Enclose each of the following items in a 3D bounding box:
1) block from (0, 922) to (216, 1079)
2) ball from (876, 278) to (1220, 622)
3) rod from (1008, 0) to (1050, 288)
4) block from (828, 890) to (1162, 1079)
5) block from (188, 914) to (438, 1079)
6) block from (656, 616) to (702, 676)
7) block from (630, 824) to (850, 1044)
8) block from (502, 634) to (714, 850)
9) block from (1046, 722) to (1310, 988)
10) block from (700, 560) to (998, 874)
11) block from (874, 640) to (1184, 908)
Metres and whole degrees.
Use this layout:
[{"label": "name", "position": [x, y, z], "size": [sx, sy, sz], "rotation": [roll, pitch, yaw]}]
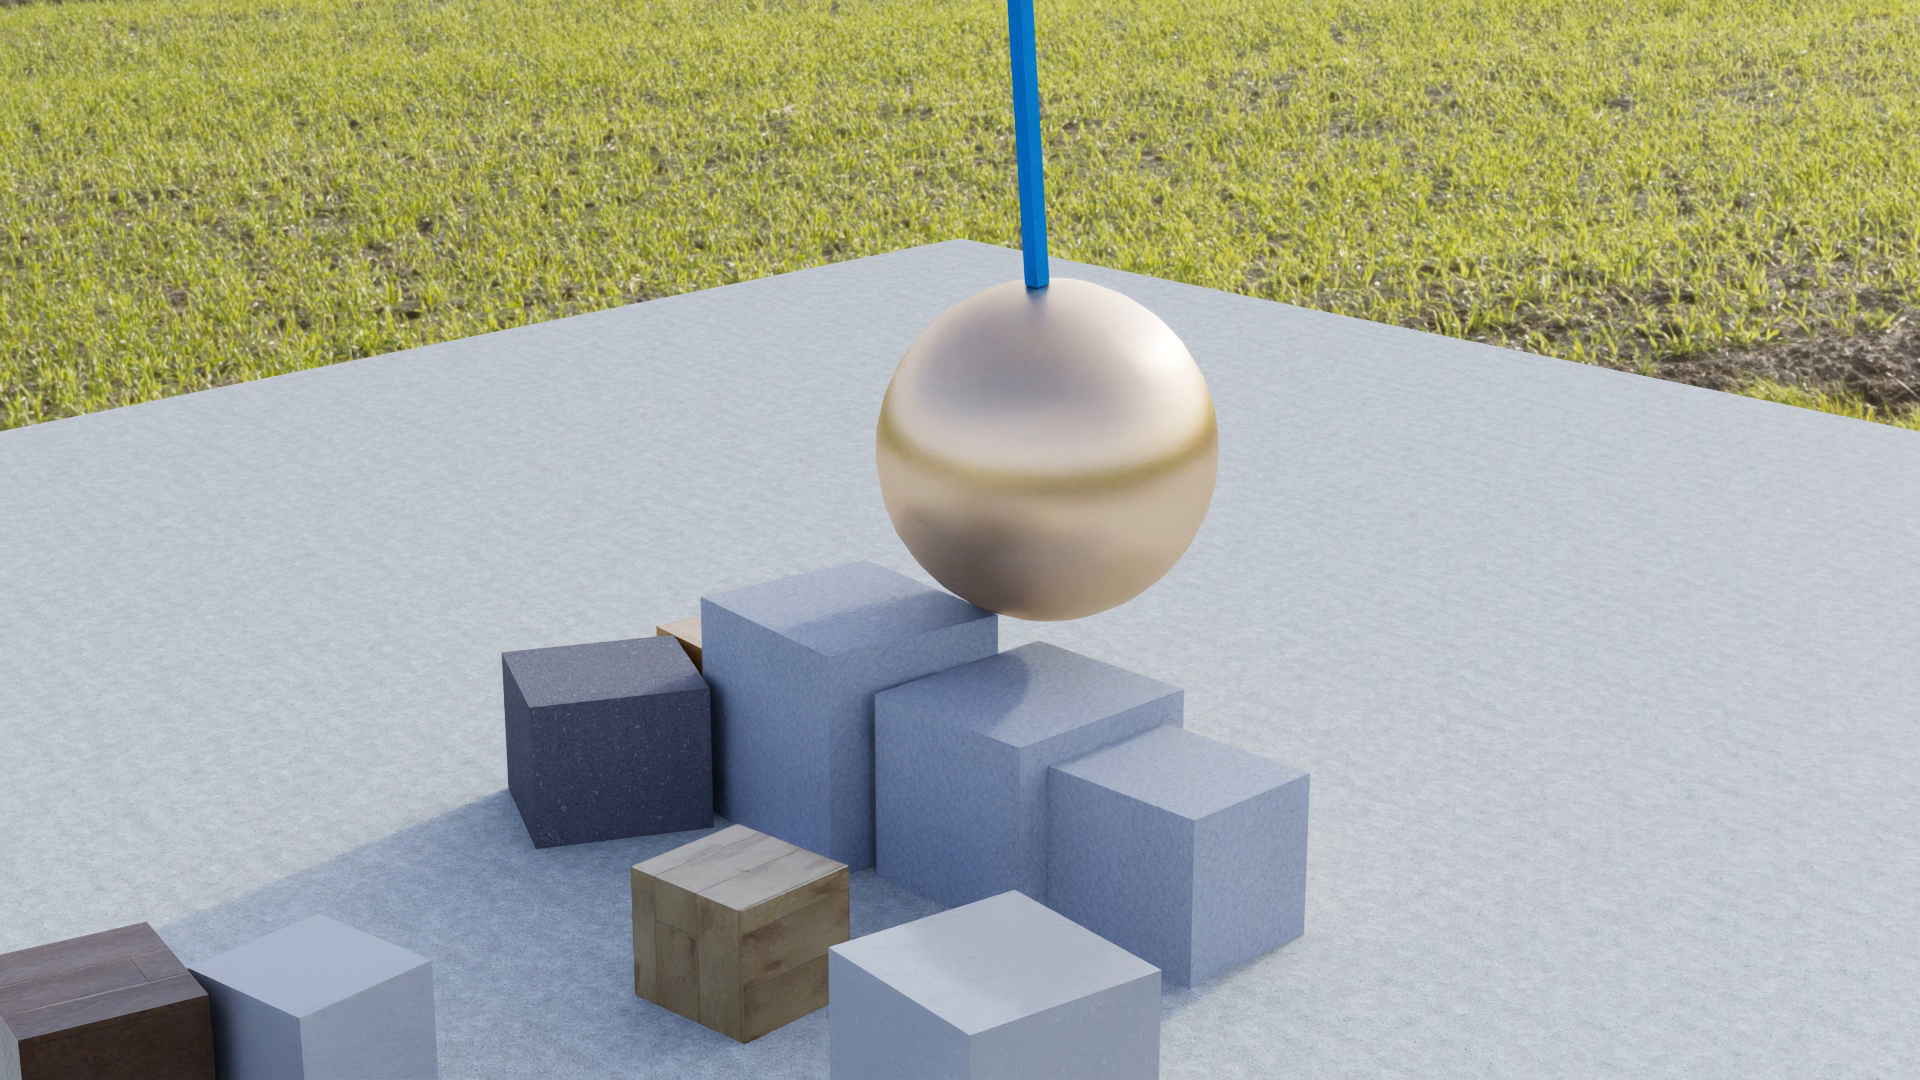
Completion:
[{"label": "block", "position": [-3.261, 1.951, 11.027], "size": [0.696, 0.665, 0.749], "rotation": [-11, 20, -30]}, {"label": "ball", "position": [0.406, -0.420, 13.635], "size": [1.600, 1.600, 1.600], "rotation": [0, 17, 0]}, {"label": "rod", "position": [0.176, -3.580, 12.401], "size": [0.080, 5.200, 0.080], "rotation": [17, 29, 42]}, {"label": "block", "position": [0.122, 1.925, 10.837], "size": [0.865, 0.829, 0.875], "rotation": [-12, 21, -34]}, {"label": "block", "position": [-2.458, 1.911, 11.183], "size": [0.665, 0.648, 0.626], "rotation": [14, 22, 37]}, {"label": "block", "position": [-1.028, 0.778, 14.689], "size": [0.729, 0.708, 0.649], "rotation": [-13, 22, -35]}, {"label": "block", "position": [-0.909, 1.626, 12.196], "size": [0.662, 0.584, 0.613], "rotation": [15, 23, 40]}, {"label": "block", "position": [-1.701, 0.958, 14.115], "size": [0.852, 0.708, 0.797], "rotation": [-5, 18, -17]}, {"label": "block", "position": [0.944, 1.354, 12.768], "size": [0.749, 0.761, 0.843], "rotation": [-16, 24, -42]}, {"label": "block", "position": [-0.526, 0.823, 13.926], "size": [0.961, 1.079, 1.061], "rotation": [-13, 22, -35]}, {"label": "block", "position": [0.315, 1.107, 13.341], "size": [1.048, 0.889, 0.923], "rotation": [-16, 24, -41]}]
